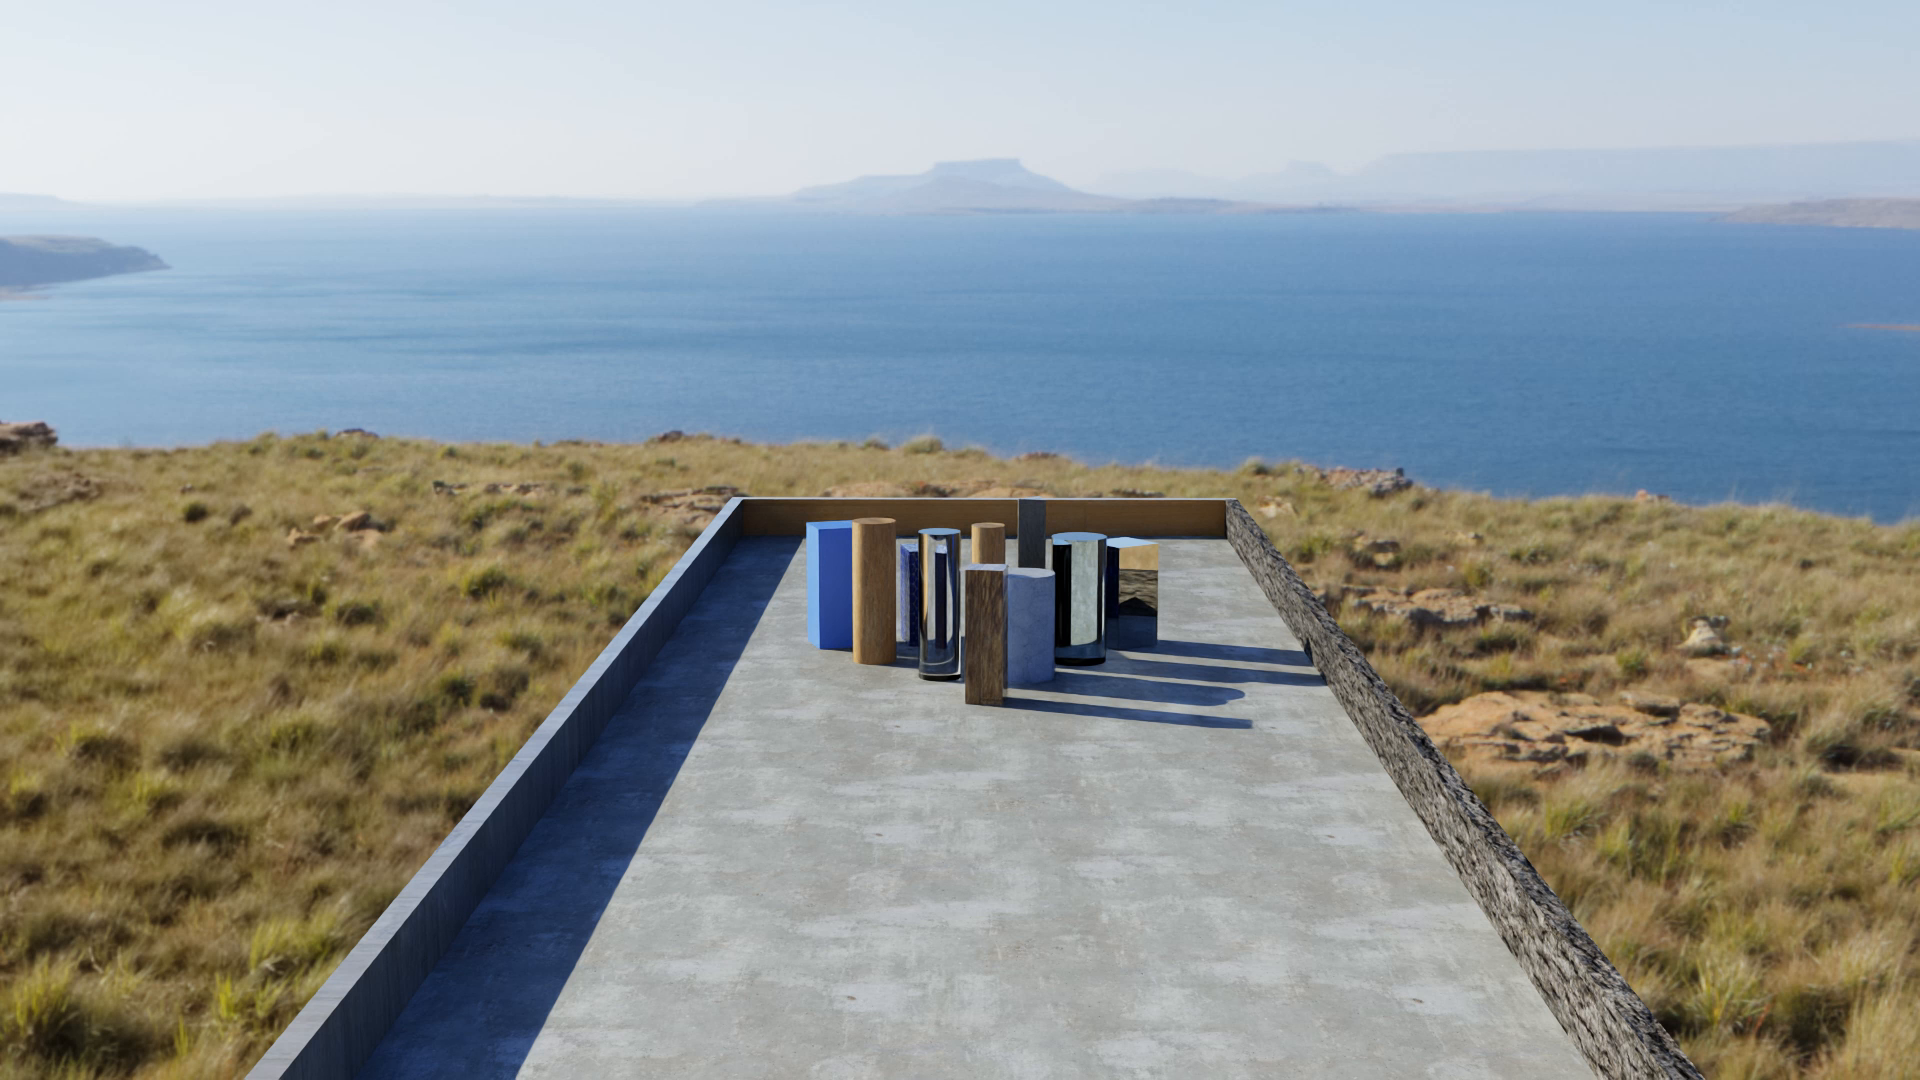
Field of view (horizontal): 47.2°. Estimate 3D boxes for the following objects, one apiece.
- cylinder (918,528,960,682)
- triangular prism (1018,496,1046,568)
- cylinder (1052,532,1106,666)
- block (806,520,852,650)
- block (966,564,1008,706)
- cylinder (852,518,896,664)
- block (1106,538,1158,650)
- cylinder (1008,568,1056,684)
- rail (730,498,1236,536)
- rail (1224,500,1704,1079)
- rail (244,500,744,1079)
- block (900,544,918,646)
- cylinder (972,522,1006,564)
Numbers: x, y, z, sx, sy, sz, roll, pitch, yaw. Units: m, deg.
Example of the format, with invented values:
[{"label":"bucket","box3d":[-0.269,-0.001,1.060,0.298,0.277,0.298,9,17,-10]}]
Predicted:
[{"label":"cylinder","box3d":[-0.060,0.189,6.436,0.124,0.433,0.124,0,9,0]},{"label":"triangular prism","box3d":[0.237,0.093,6.961,0.089,0.458,0.077,3,9,18]},{"label":"cylinder","box3d":[0.360,0.178,6.664,0.168,0.382,0.168,0,9,0]},{"label":"block","box3d":[-0.390,0.139,6.921,0.150,0.379,0.150,-3,9,-18]},{"label":"block","box3d":[0.074,0.263,6.139,0.105,0.380,0.105,1,9,9]},{"label":"cylinder","box3d":[-0.260,0.154,6.665,0.132,0.430,0.132,0,9,0]},{"label":"block","box3d":[0.510,0.167,6.918,0.159,0.324,0.159,-6,11,-35]},{"label":"cylinder","box3d":[0.189,0.249,6.450,0.180,0.310,0.180,0,9,0]},{"label":"rail","box3d":[0.099,-0.098,9.147,2.100,0.150,0.050,0,9,1]},{"label":"rail","box3d":[1.046,0.843,3.208,0.050,0.150,12.000,0,9,1]},{"label":"rail","box3d":[-1.004,0.839,3.234,0.050,0.150,12.000,0,9,1]},{"label":"block","box3d":[-0.098,0.171,6.963,0.155,0.302,0.155,-2,9,-11]},{"label":"cylinder","box3d":[0.086,0.158,6.694,0.103,0.412,0.103,0,9,0]}]
